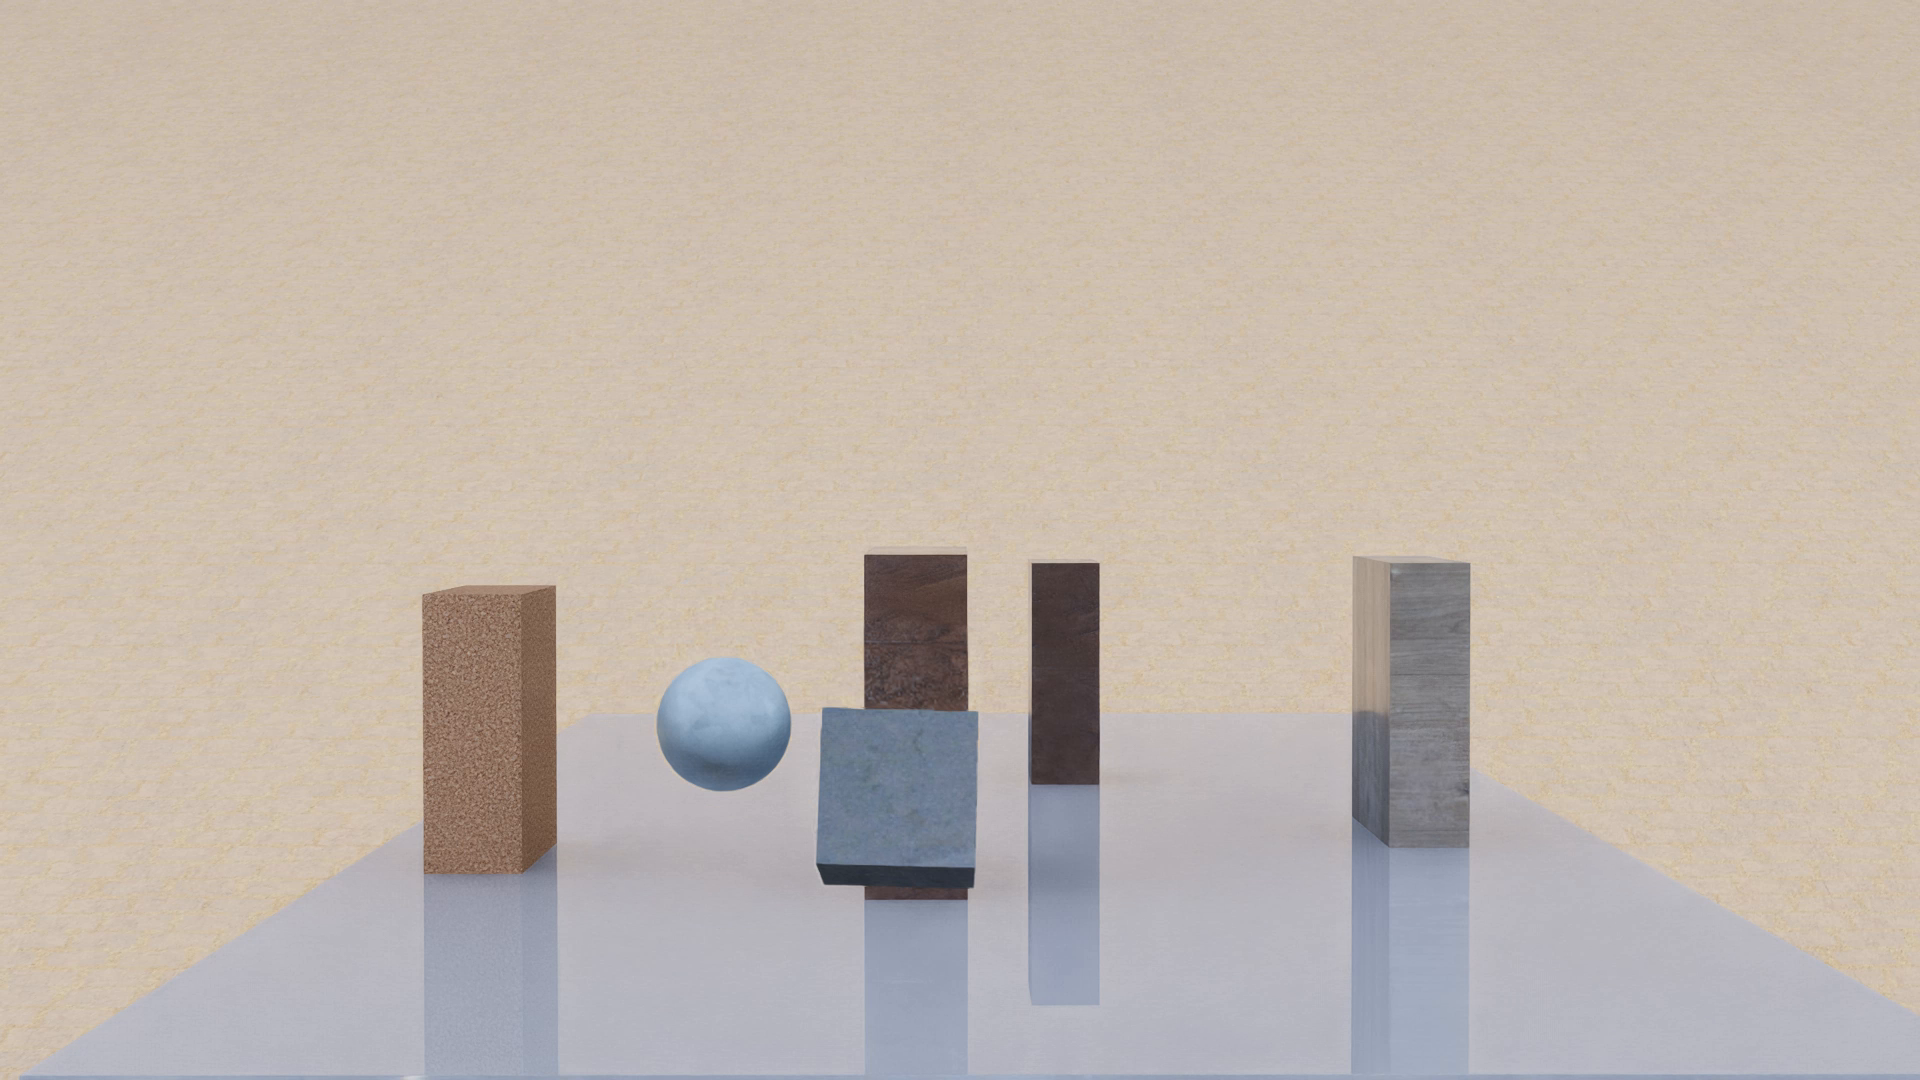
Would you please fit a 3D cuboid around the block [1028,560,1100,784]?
[{"bbox_3d":[0.206,0.258,5.148,0.133,0.432,0.244,0,1,0],"label":"block"}]

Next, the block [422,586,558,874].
[{"bbox_3d":[-0.735,0.289,4.056,0.149,0.422,0.340,0,1,0],"label":"block"}]

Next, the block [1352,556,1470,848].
[{"bbox_3d":[0.757,0.262,4.354,0.129,0.460,0.394,0,1,0],"label":"block"}]

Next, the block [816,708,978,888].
[{"bbox_3d":[-0.061,0.263,2.612,0.155,0.155,0.155,1,-15,0],"label":"block"}]

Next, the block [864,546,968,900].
[{"bbox_3d":[-0.063,0.259,3.865,0.146,0.489,0.444,0,1,0],"label":"block"}]

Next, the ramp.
[{"bbox_3d":[0.059,0.538,4.574,2.000,0.100,4.000,0,1,0],"label":"ramp"}]

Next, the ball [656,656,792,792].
[{"bbox_3d":[-0.233,0.181,2.546,0.133,0.133,0.133,0,26,0],"label":"ball"}]
